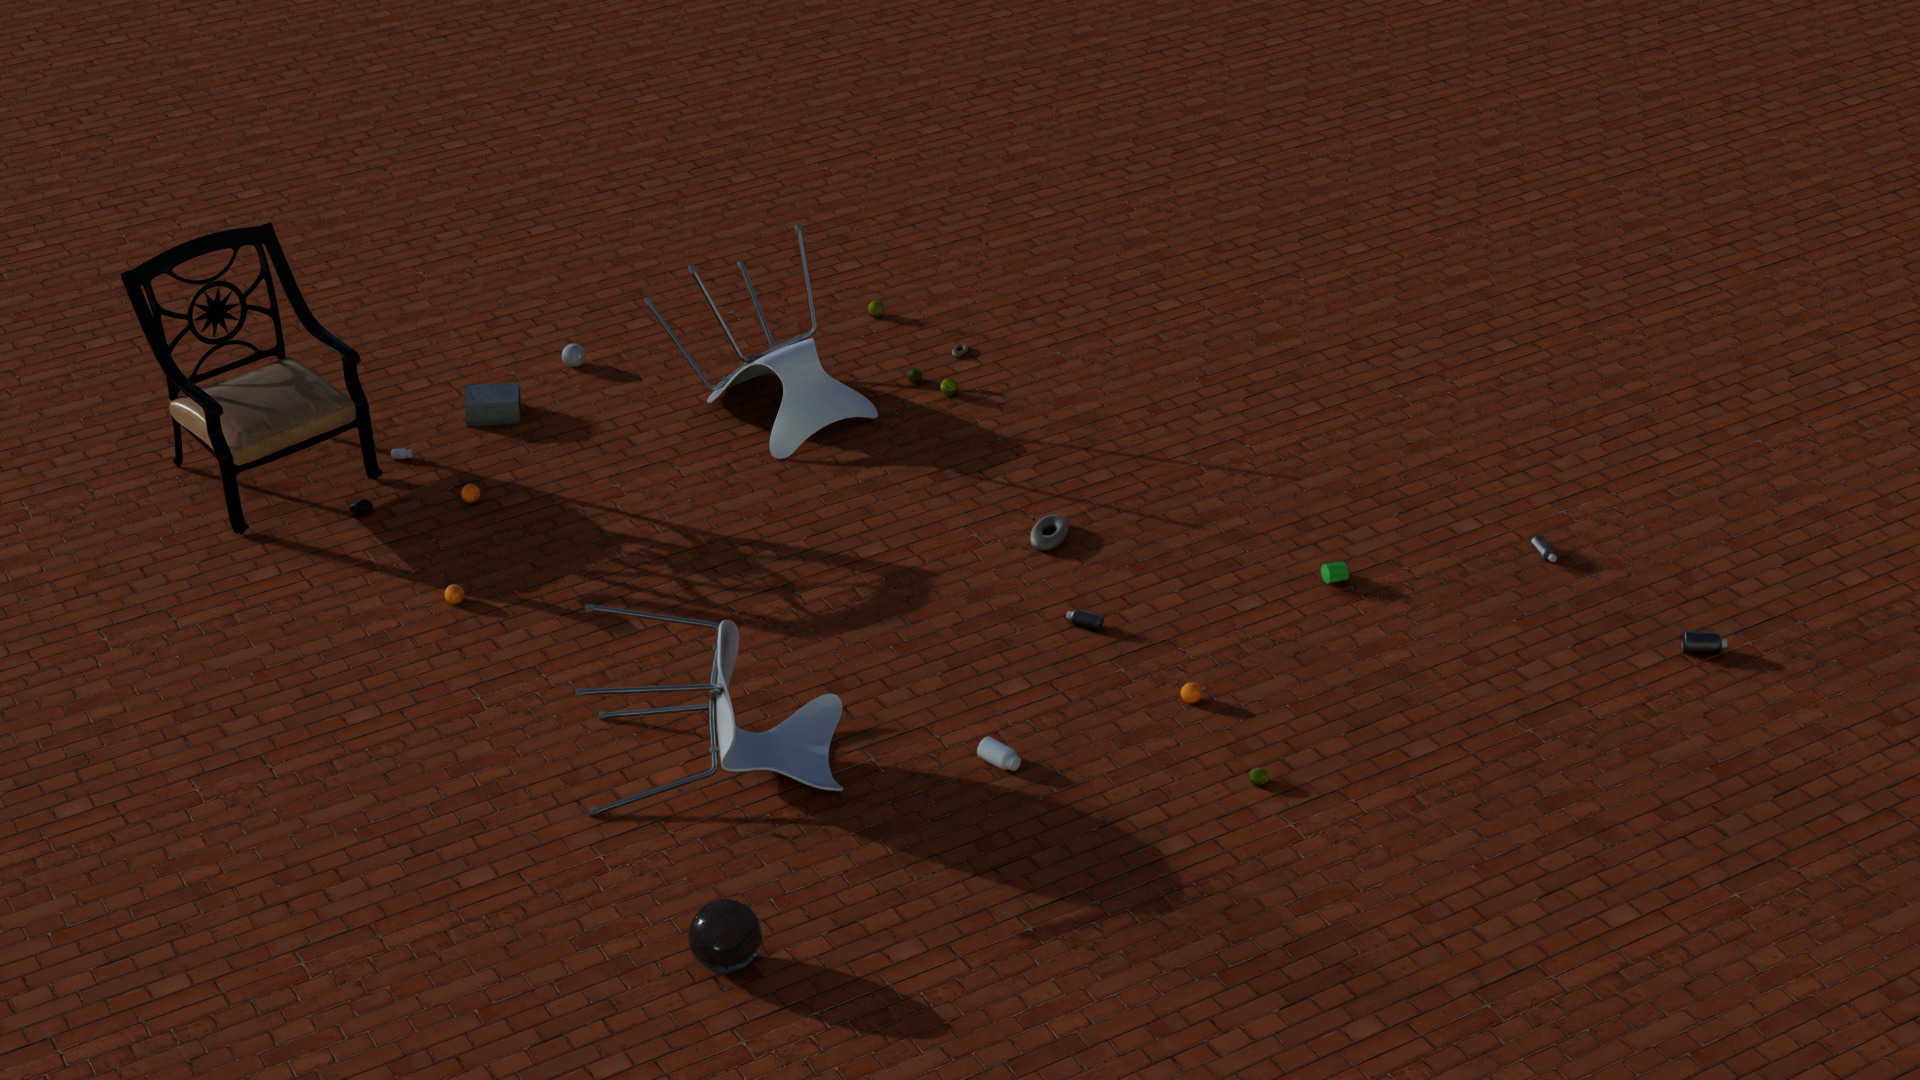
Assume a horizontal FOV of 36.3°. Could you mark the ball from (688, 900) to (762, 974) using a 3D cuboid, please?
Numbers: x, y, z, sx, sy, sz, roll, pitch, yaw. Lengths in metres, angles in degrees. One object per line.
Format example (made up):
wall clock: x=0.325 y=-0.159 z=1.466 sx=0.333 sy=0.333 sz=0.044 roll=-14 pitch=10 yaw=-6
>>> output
ball: x=-0.714 y=1.204 z=8.913 sx=0.224 sy=0.224 sz=0.224 roll=0 pitch=33 yaw=0

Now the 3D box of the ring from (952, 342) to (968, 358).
ring: x=0.001 y=-0.785 z=12.116 sx=0.060 sy=0.022 sz=0.106 roll=14 pitch=37 yaw=19

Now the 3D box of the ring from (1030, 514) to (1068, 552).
ring: x=0.334 y=-0.028 z=10.941 sx=0.131 sy=0.052 sz=0.226 roll=13 pitch=36 yaw=17

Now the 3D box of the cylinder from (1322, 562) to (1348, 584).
cylinder: x=1.368 y=0.119 z=10.697 sx=0.073 sy=0.070 sz=0.096 roll=-11 pitch=14 yaw=-7

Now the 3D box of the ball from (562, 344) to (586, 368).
ball: x=-1.581 y=-0.756 z=12.002 sx=0.099 sy=0.099 sz=0.099 roll=0 pitch=33 yaw=0

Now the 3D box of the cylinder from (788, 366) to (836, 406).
cylinder: x=-0.595 y=-0.618 z=11.780 sx=0.167 sy=0.104 sz=0.117 roll=-26 pitch=38 yaw=-6

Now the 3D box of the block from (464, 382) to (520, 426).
block: x=-1.859 y=-0.540 z=11.672 sx=0.211 sy=0.100 sz=0.155 roll=-4 pitch=34 yaw=-5
